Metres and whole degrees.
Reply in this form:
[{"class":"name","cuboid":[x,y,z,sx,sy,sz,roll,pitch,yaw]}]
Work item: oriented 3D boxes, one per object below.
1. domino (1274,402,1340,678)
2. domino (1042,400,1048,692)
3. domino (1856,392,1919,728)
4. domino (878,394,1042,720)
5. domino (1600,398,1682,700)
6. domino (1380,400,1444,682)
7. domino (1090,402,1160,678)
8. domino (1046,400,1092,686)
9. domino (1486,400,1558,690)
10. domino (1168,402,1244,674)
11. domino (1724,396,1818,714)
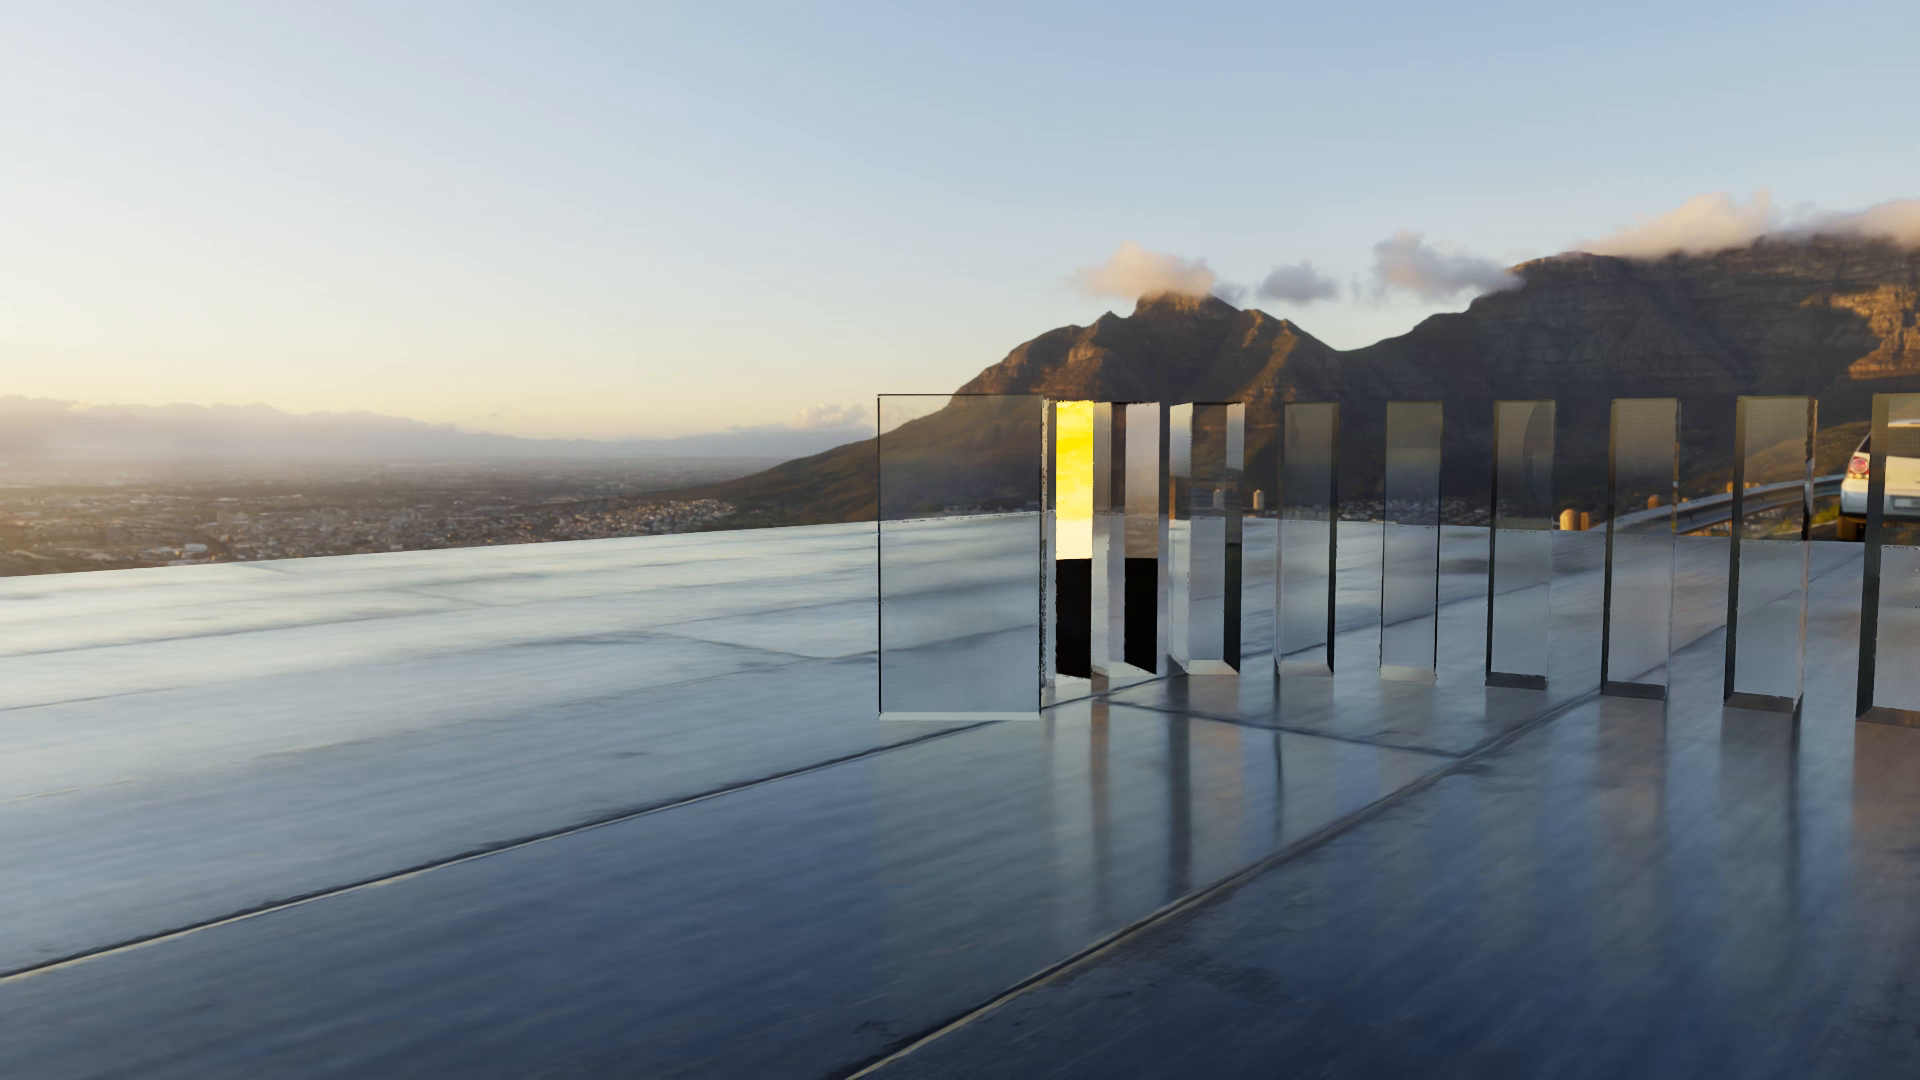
[{"class":"domino","cuboid":[0.066,-0.001,0.246,0.009,0.050,0.025,1,4,11]},{"class":"domino","cuboid":[0.002,0.001,0.220,0.025,0.050,0.009,1,4,14]},{"class":"domino","cuboid":[0.150,0.002,0.201,0.010,0.050,0.025,4,6,43]},{"class":"domino","cuboid":[0.000,0.002,0.201,0.025,0.050,0.009,0,4,0]},{"class":"domino","cuboid":[0.119,0.001,0.224,0.010,0.050,0.025,3,5,31]},{"class":"domino","cuboid":[0.085,0.000,0.241,0.010,0.050,0.025,1,5,19]},{"class":"domino","cuboid":[0.028,-0.001,0.245,0.009,0.050,0.025,-1,4,-17]},{"class":"domino","cuboid":[0.012,0.000,0.236,0.009,0.050,0.025,-4,6,-43]},{"class":"domino","cuboid":[0.102,0.000,0.233,0.010,0.050,0.025,2,5,26]},{"class":"domino","cuboid":[0.047,-0.001,0.248,0.010,0.050,0.025,0,4,0]},{"class":"domino","cuboid":[0.135,0.002,0.213,0.009,0.050,0.025,3,5,36]}]
